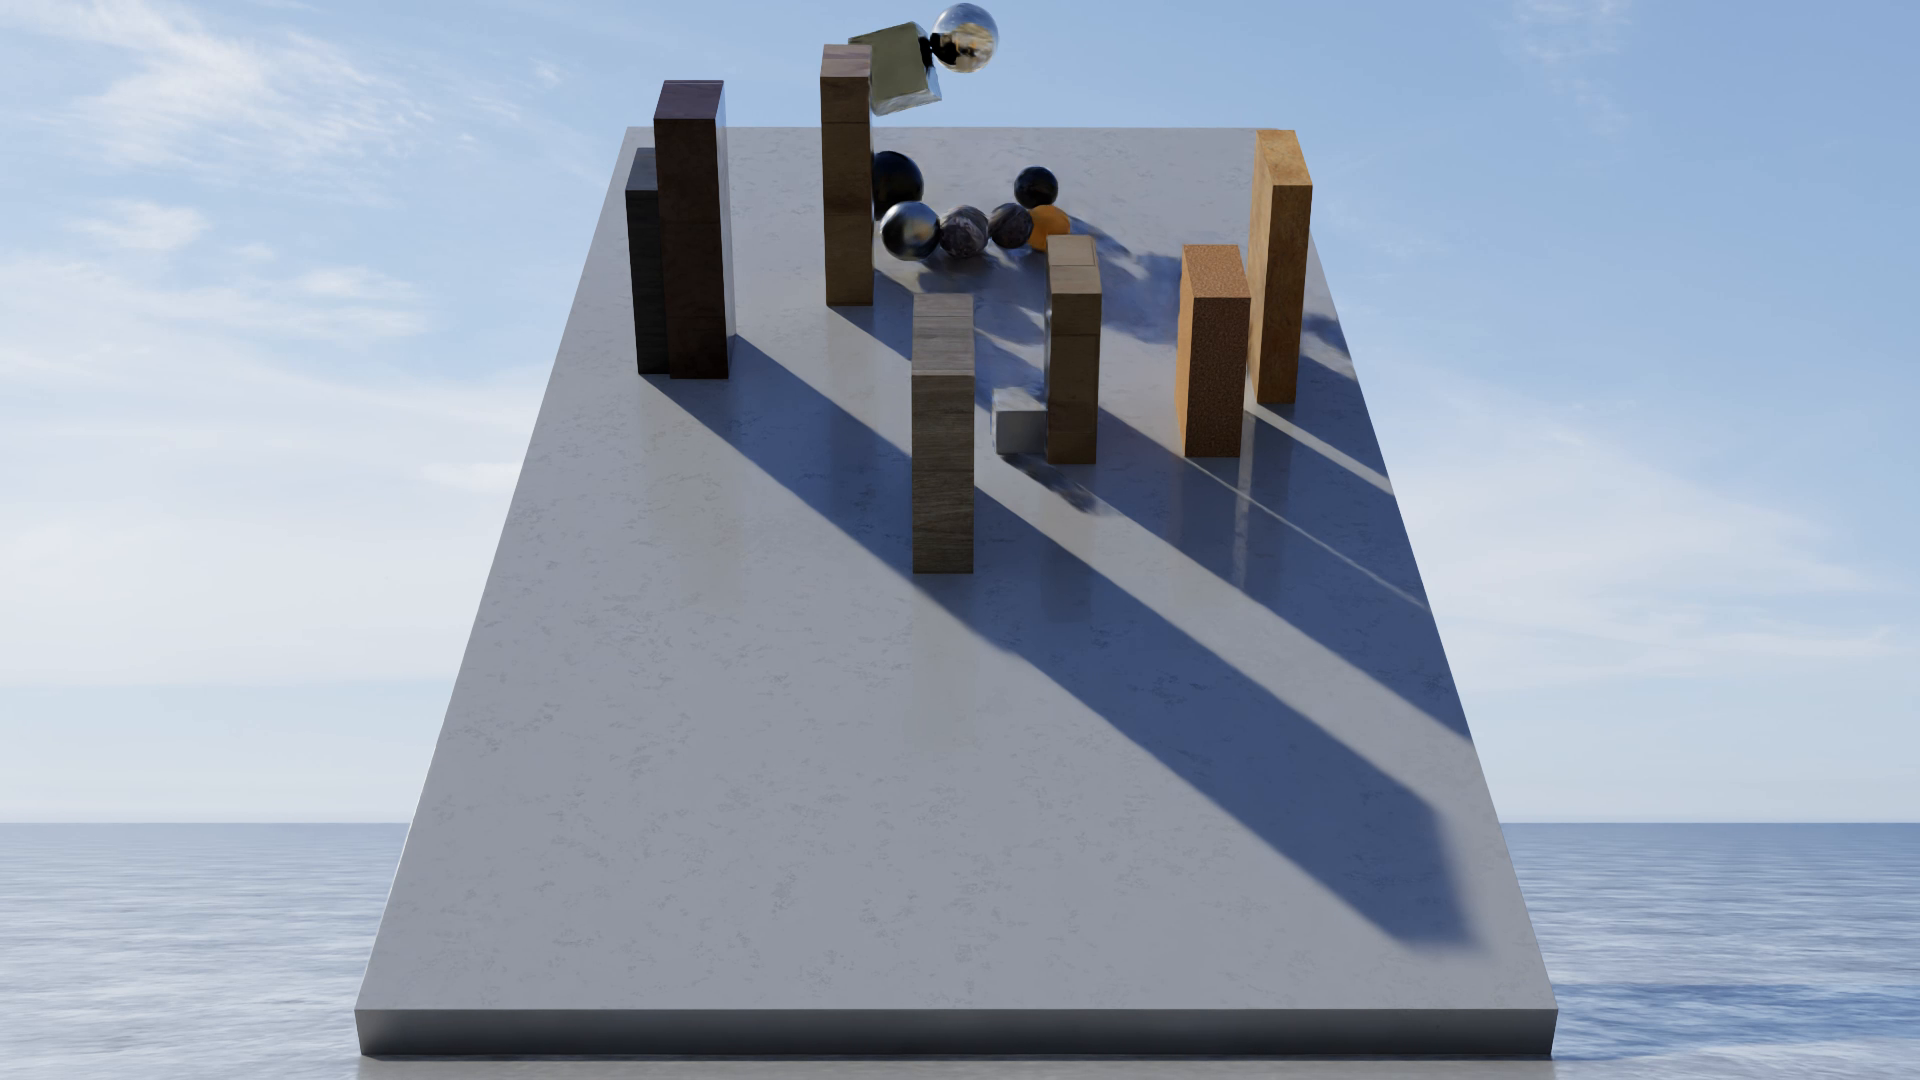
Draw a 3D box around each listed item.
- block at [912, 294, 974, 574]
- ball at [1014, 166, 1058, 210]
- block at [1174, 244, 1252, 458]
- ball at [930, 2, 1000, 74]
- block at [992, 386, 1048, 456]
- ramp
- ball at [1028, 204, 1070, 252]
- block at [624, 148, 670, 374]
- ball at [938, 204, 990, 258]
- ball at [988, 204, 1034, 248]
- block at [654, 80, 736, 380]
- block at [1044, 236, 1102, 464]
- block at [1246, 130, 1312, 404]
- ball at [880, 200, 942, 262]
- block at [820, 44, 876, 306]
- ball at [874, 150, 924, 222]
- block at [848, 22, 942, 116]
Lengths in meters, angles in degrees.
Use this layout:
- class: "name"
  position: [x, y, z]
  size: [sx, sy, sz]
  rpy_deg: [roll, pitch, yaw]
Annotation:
- class: "block"
  position: [-0.036, -0.234, 5.263]
  size: [0.130, 0.477, 0.395]
  rpy_deg: [0, 31, 0]
- class: "ball"
  position: [0.215, -0.996, 6.883]
  size: [0.129, 0.129, 0.129]
  rpy_deg: [0, -6, 0]
- class: "block"
  position: [0.588, -0.444, 5.686]
  size: [0.129, 0.409, 0.293]
  rpy_deg: [0, 31, 0]
- class: "ball"
  position: [0.013, -1.457, 7.055]
  size: [0.202, 0.202, 0.202]
  rpy_deg: [0, -6, 0]
- class: "block"
  position: [0.139, -0.279, 5.692]
  size: [0.116, 0.116, 0.116]
  rpy_deg: [-2, 31, -4]
- class: "ramp"
  position: [-0.014, -0.202, 5.774]
  size: [2.000, 0.100, 4.000]
  rpy_deg: [0, 31, 0]
- class: "ball"
  position: [0.236, -0.852, 6.639]
  size: [0.131, 0.131, 0.131]
  rpy_deg: [0, -6, 0]
- class: "block"
  position: [-0.739, -0.691, 6.014]
  size: [0.118, 0.489, 0.272]
  rpy_deg: [0, 31, 0]
- class: "ball"
  position: [0.009, -0.837, 6.598]
  size: [0.146, 0.146, 0.146]
  rpy_deg: [0, -6, 0]
- class: "ball"
  position: [0.136, -0.847, 6.553]
  size: [0.123, 0.123, 0.123]
  rpy_deg: [0, -6, 0]
- class: "block"
  position: [-0.644, -0.755, 5.936]
  size: [0.145, 0.679, 0.258]
  rpy_deg: [0, 31, 0]
- class: "block"
  position: [0.259, -0.445, 5.660]
  size: [0.112, 0.434, 0.320]
  rpy_deg: [0, 31, 0]
- class: "block"
  position: [0.767, -0.665, 5.903]
  size: [0.093, 0.568, 0.349]
  rpy_deg: [0, 31, 0]
- class: "ball"
  position: [-0.133, -0.831, 6.528]
  size: [0.164, 0.164, 0.164]
  rpy_deg: [0, -6, 0]
- class: "block"
  position: [-0.289, -0.944, 6.305]
  size: [0.122, 0.628, 0.241]
  rpy_deg: [0, 31, 0]
- class: "ball"
  position: [-0.200, -0.989, 6.798]
  size: [0.200, 0.200, 0.200]
  rpy_deg: [0, -6, 0]
- class: "block"
  position: [-0.185, -1.352, 6.979]
  size: [0.197, 0.197, 0.197]
  rpy_deg: [-13, -2, 11]
